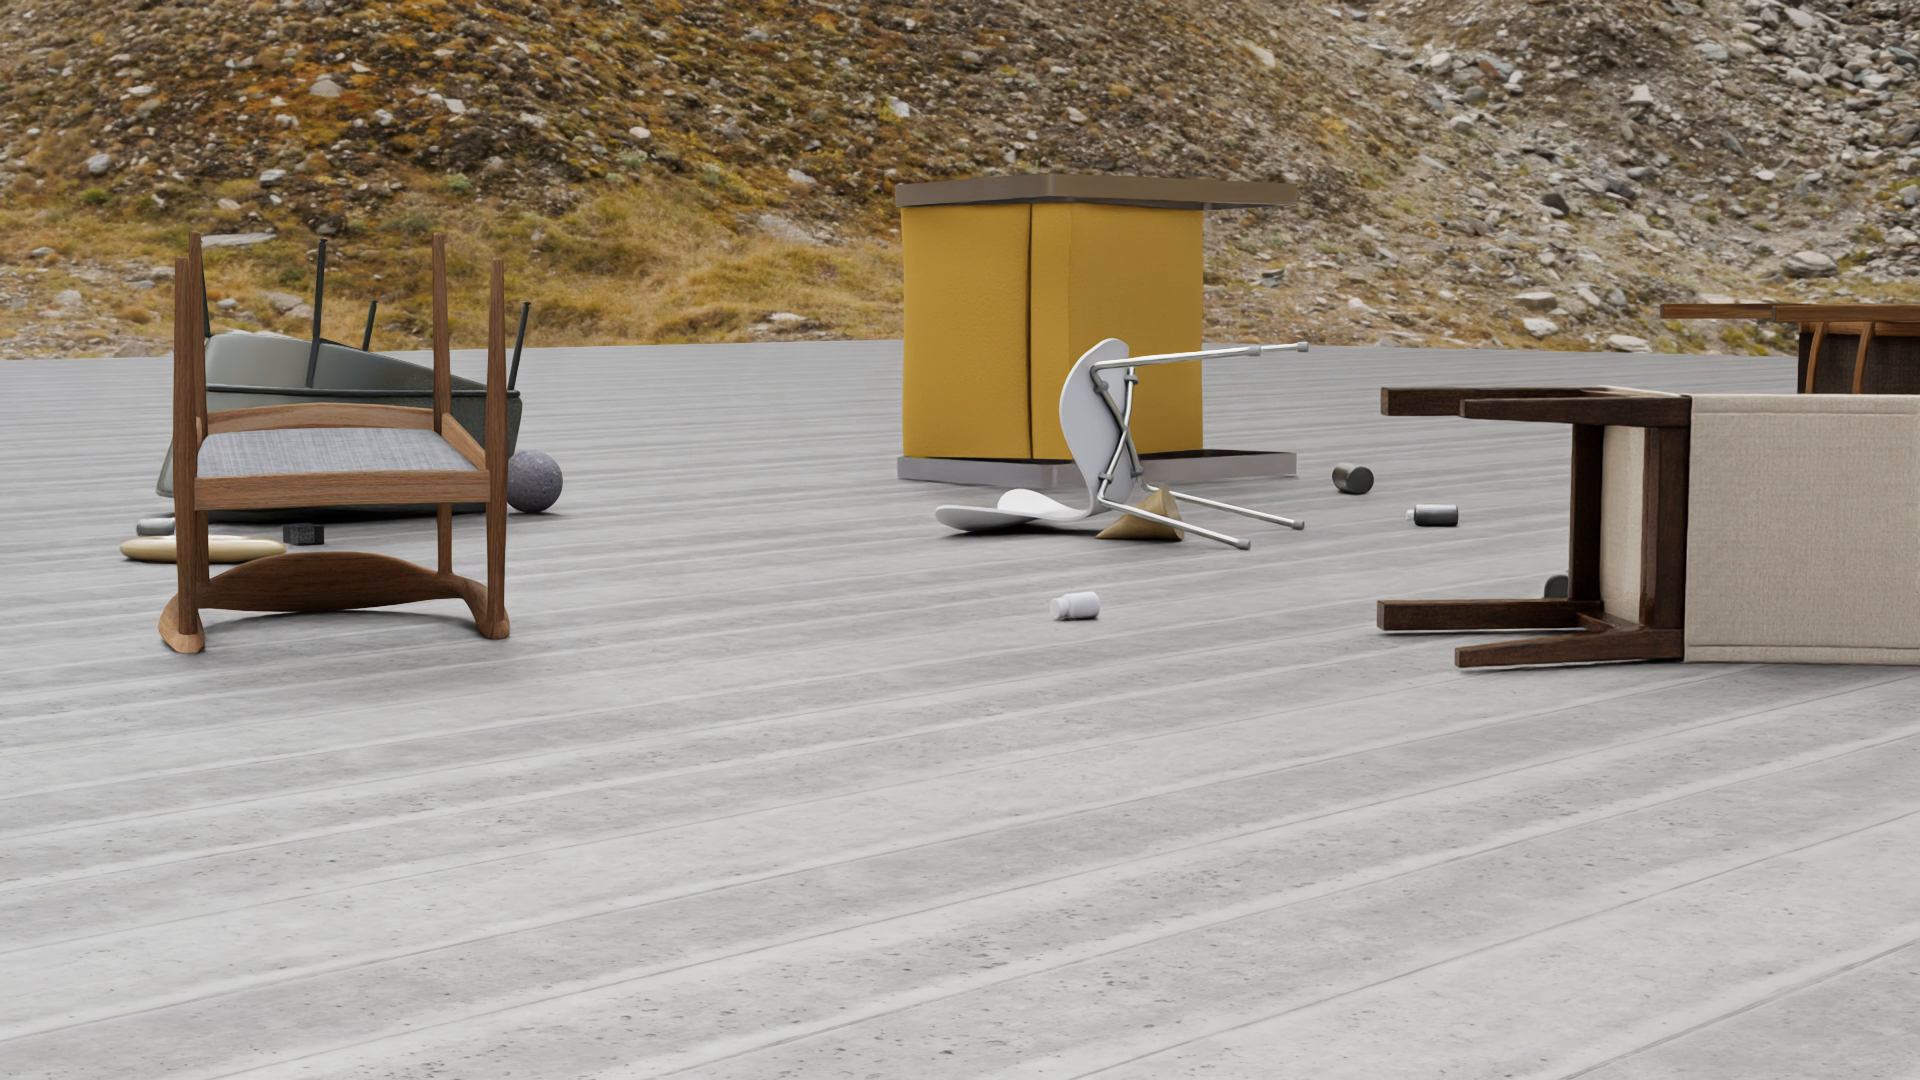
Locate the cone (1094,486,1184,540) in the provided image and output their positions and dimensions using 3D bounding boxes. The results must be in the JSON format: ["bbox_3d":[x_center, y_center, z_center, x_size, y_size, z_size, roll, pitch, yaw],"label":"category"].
[{"bbox_3d":[0.432,-0.036,6.420,0.215,0.140,0.204,-18,-14,13],"label":"cone"}]

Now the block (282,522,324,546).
[{"bbox_3d":[-1.620,-0.014,6.329,0.066,0.045,0.105,-4,7,-34],"label":"block"}]

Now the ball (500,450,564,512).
[{"bbox_3d":[-1.193,-0.163,7.138,0.175,0.175,0.175,0,6,0],"label":"ball"}]

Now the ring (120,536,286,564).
[{"bbox_3d":[-1.758,0.021,5.957,0.412,0.053,0.193,1,5,12],"label":"ring"}]
